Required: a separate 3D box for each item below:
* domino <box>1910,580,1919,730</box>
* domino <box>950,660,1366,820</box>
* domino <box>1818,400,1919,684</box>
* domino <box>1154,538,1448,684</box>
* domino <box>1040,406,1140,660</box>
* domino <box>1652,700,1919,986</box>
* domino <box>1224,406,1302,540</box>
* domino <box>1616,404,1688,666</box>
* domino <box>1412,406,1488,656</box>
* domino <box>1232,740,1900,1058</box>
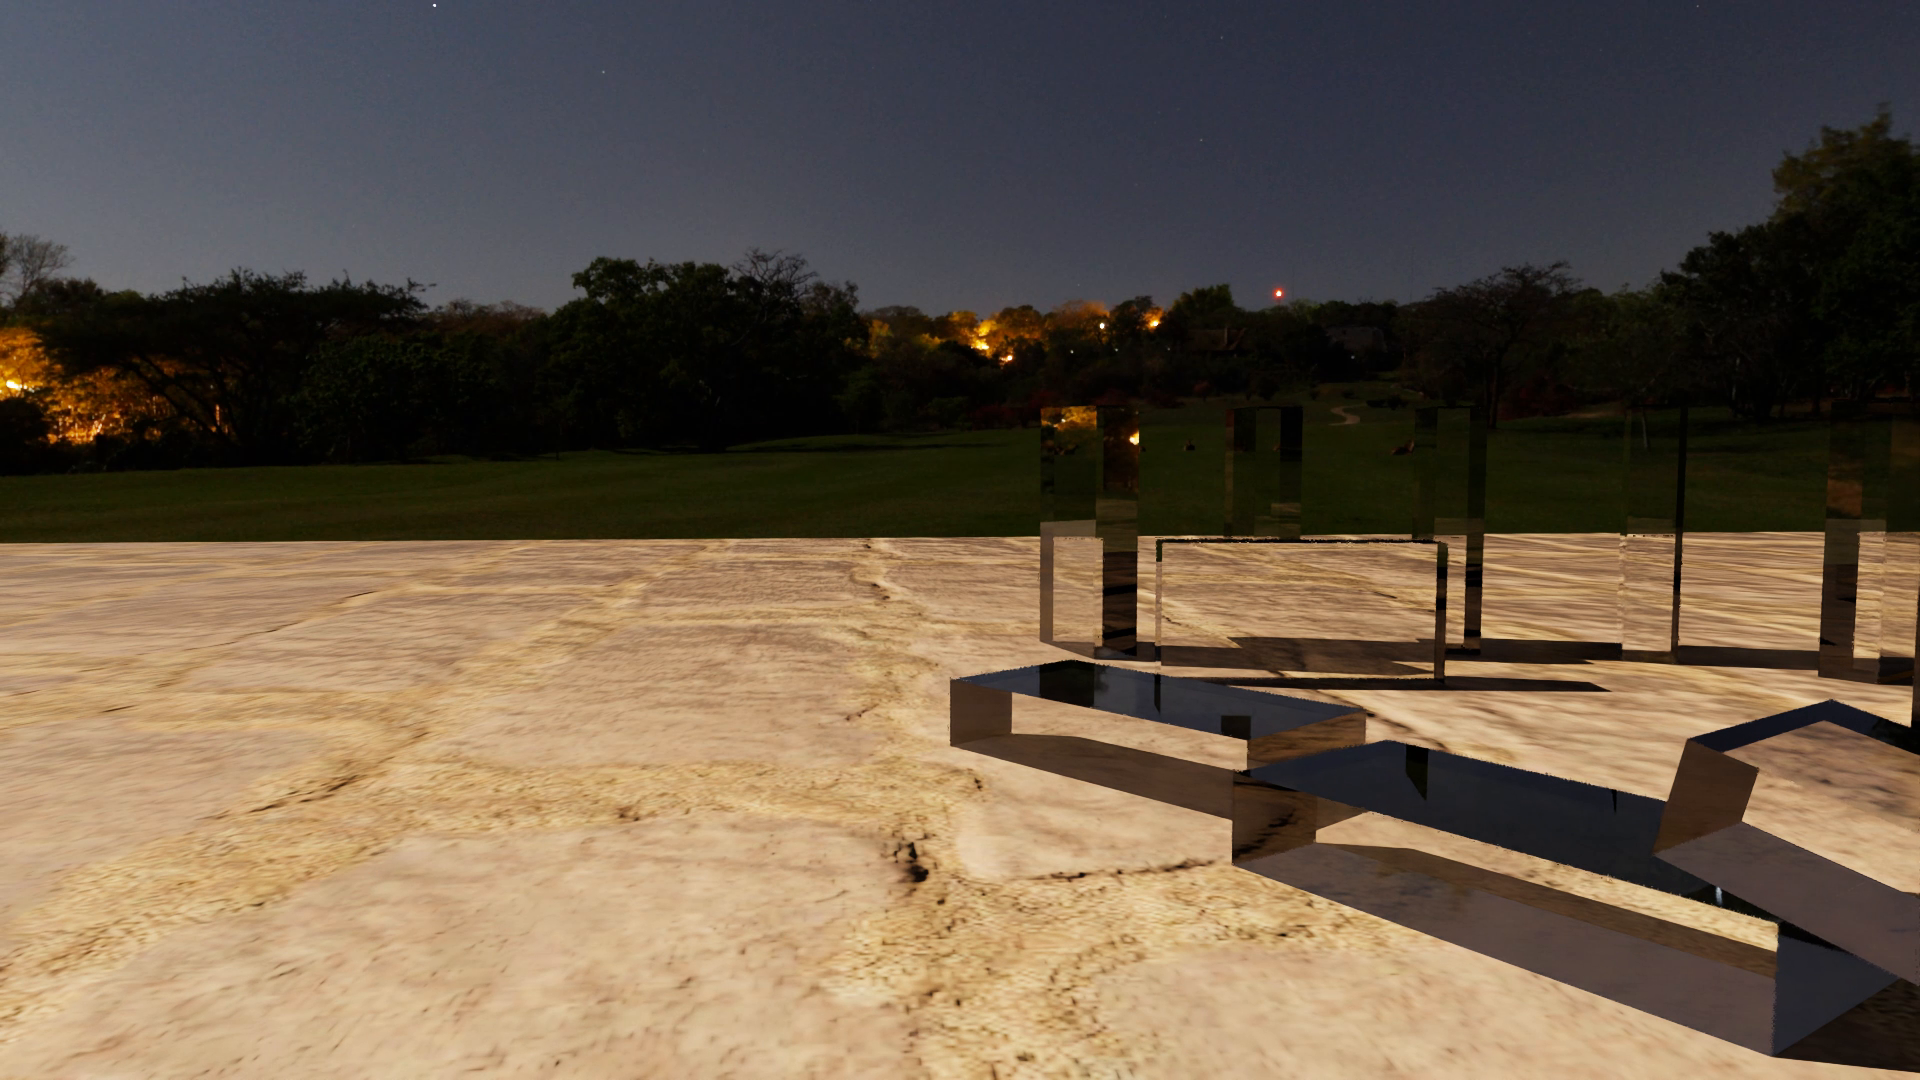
[{"bbox_3d":[0.101,0.009,0.114,0.010,0.050,0.025,-3,5,-38],"label":"domino"},{"bbox_3d":[0.025,0.025,0.170,0.025,0.009,0.050,-4,6,-42],"label":"domino"},{"bbox_3d":[0.170,0.000,0.236,0.025,0.050,0.009,-3,5,-35],"label":"domino"},{"bbox_3d":[0.061,0.013,0.232,0.050,0.025,0.009,0,4,2],"label":"domino"},{"bbox_3d":[0.026,-0.002,0.265,0.009,0.050,0.025,-2,5,-22],"label":"domino"},{"bbox_3d":[0.077,0.026,0.083,0.025,0.009,0.050,-3,19,-35],"label":"domino"},{"bbox_3d":[0.064,-0.003,0.273,0.009,0.050,0.025,0,4,-2],"label":"domino"},{"bbox_3d":[0.139,-0.002,0.259,0.009,0.050,0.025,2,5,25],"label":"domino"},{"bbox_3d":[0.102,-0.003,0.270,0.009,0.050,0.025,1,4,10],"label":"domino"},{"bbox_3d":[0.052,0.029,0.116,0.025,0.010,0.050,-3,5,-35],"label":"domino"}]
